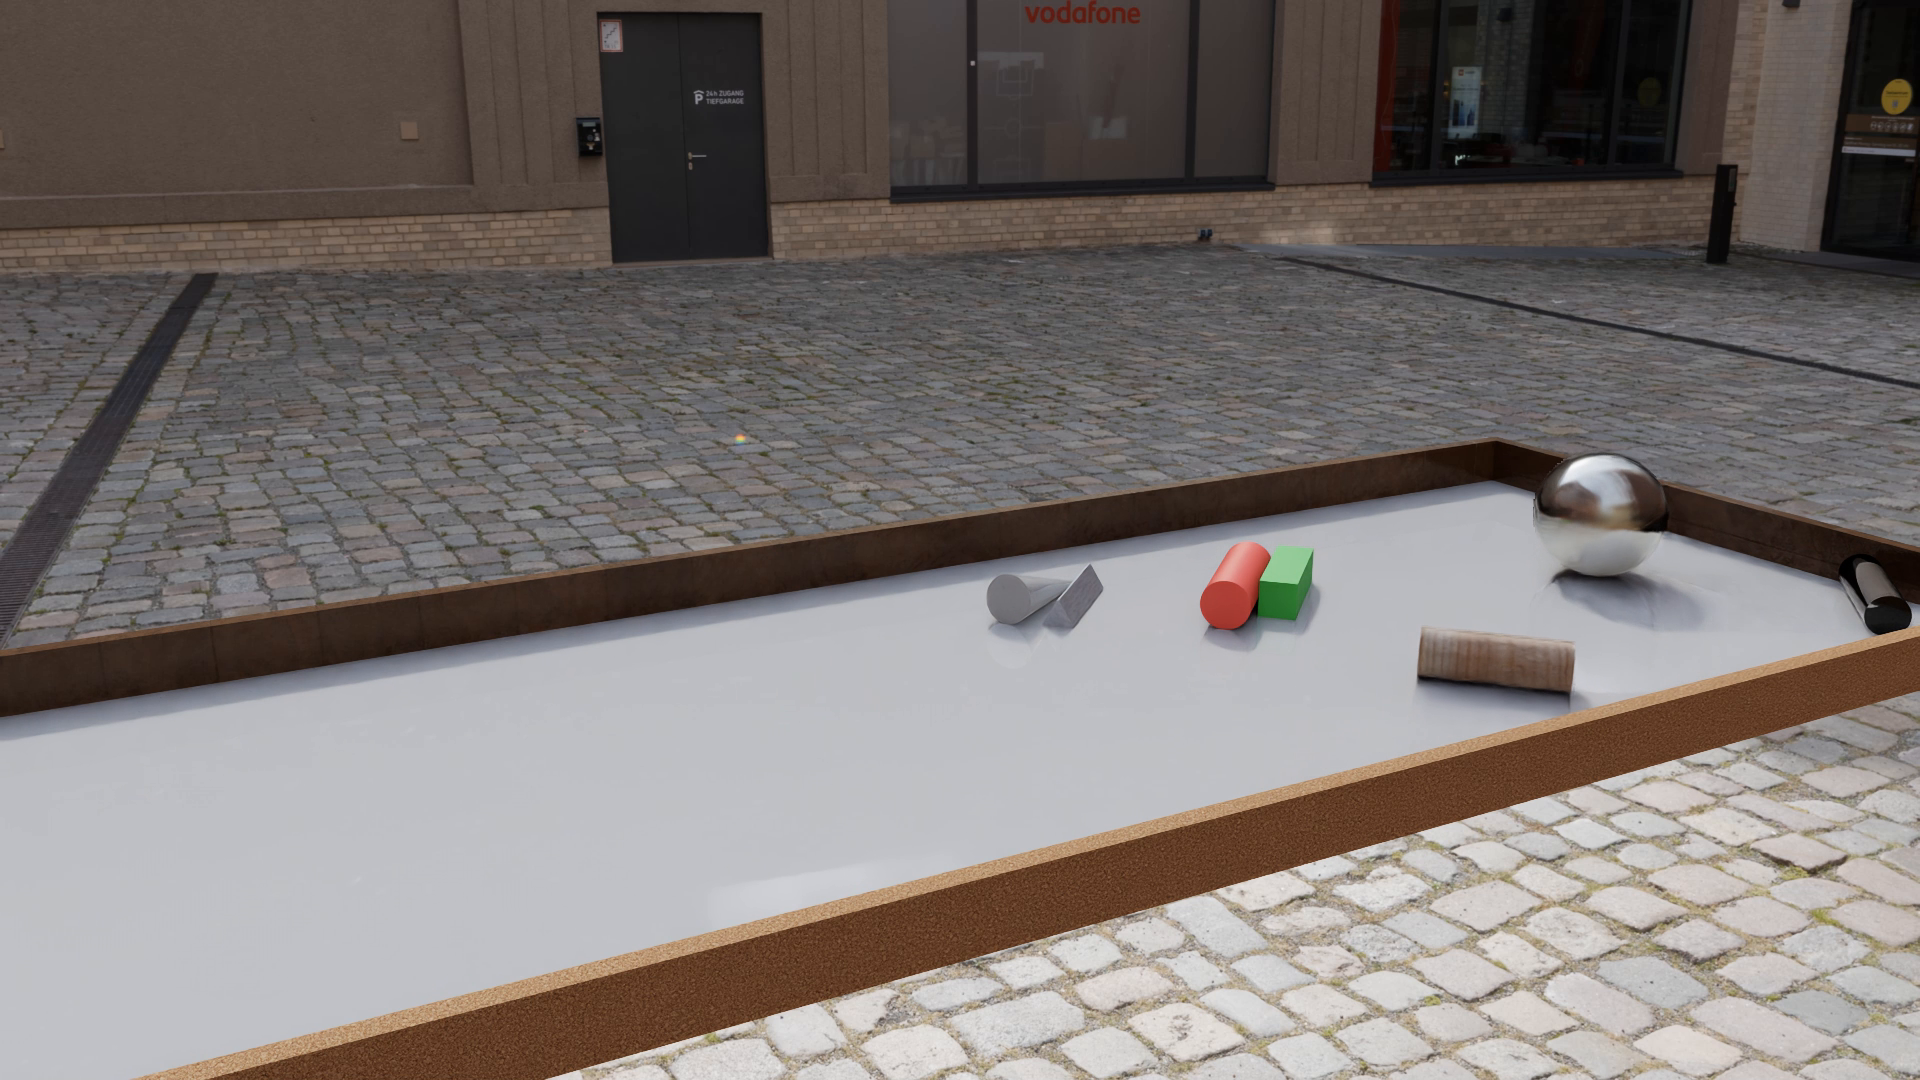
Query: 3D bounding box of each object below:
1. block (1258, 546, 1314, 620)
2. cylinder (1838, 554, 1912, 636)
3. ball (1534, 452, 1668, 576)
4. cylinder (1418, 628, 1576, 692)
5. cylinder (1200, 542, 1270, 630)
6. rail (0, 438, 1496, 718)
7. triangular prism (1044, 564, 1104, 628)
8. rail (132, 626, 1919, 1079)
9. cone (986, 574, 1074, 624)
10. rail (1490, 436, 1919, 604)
[{"bbox_3d":[0.943,0.119,4.762,0.105,0.105,0.366,5,17,18],"label":"block"},{"bbox_3d":[2.569,0.151,4.638,0.115,0.115,0.412,5,17,18],"label":"cylinder"},{"bbox_3d":[1.925,-0.077,4.955,0.374,0.374,0.374,0,16,0],"label":"ball"},{"bbox_3d":[1.336,0.299,4.117,0.365,0.125,0.125,5,17,18],"label":"cylinder"},{"bbox_3d":[0.787,0.125,4.683,0.140,0.140,0.401,5,17,18],"label":"cylinder"},{"bbox_3d":[-3.305,0.497,3.399,12.000,0.150,0.050,-9,18,-27],"label":"rail"},{"bbox_3d":[0.325,0.152,4.694,0.087,0.076,0.363,5,17,17],"label":"triangular prism"},{"bbox_3d":[-2.336,1.006,1.665,12.000,0.150,0.050,-9,18,-27],"label":"rail"},{"bbox_3d":[0.247,0.143,4.744,0.140,0.140,0.447,10,10,30],"label":"cone"},{"bbox_3d":[2.466,-0.048,5.253,0.050,0.150,2.100,-9,18,-27],"label":"rail"}]
